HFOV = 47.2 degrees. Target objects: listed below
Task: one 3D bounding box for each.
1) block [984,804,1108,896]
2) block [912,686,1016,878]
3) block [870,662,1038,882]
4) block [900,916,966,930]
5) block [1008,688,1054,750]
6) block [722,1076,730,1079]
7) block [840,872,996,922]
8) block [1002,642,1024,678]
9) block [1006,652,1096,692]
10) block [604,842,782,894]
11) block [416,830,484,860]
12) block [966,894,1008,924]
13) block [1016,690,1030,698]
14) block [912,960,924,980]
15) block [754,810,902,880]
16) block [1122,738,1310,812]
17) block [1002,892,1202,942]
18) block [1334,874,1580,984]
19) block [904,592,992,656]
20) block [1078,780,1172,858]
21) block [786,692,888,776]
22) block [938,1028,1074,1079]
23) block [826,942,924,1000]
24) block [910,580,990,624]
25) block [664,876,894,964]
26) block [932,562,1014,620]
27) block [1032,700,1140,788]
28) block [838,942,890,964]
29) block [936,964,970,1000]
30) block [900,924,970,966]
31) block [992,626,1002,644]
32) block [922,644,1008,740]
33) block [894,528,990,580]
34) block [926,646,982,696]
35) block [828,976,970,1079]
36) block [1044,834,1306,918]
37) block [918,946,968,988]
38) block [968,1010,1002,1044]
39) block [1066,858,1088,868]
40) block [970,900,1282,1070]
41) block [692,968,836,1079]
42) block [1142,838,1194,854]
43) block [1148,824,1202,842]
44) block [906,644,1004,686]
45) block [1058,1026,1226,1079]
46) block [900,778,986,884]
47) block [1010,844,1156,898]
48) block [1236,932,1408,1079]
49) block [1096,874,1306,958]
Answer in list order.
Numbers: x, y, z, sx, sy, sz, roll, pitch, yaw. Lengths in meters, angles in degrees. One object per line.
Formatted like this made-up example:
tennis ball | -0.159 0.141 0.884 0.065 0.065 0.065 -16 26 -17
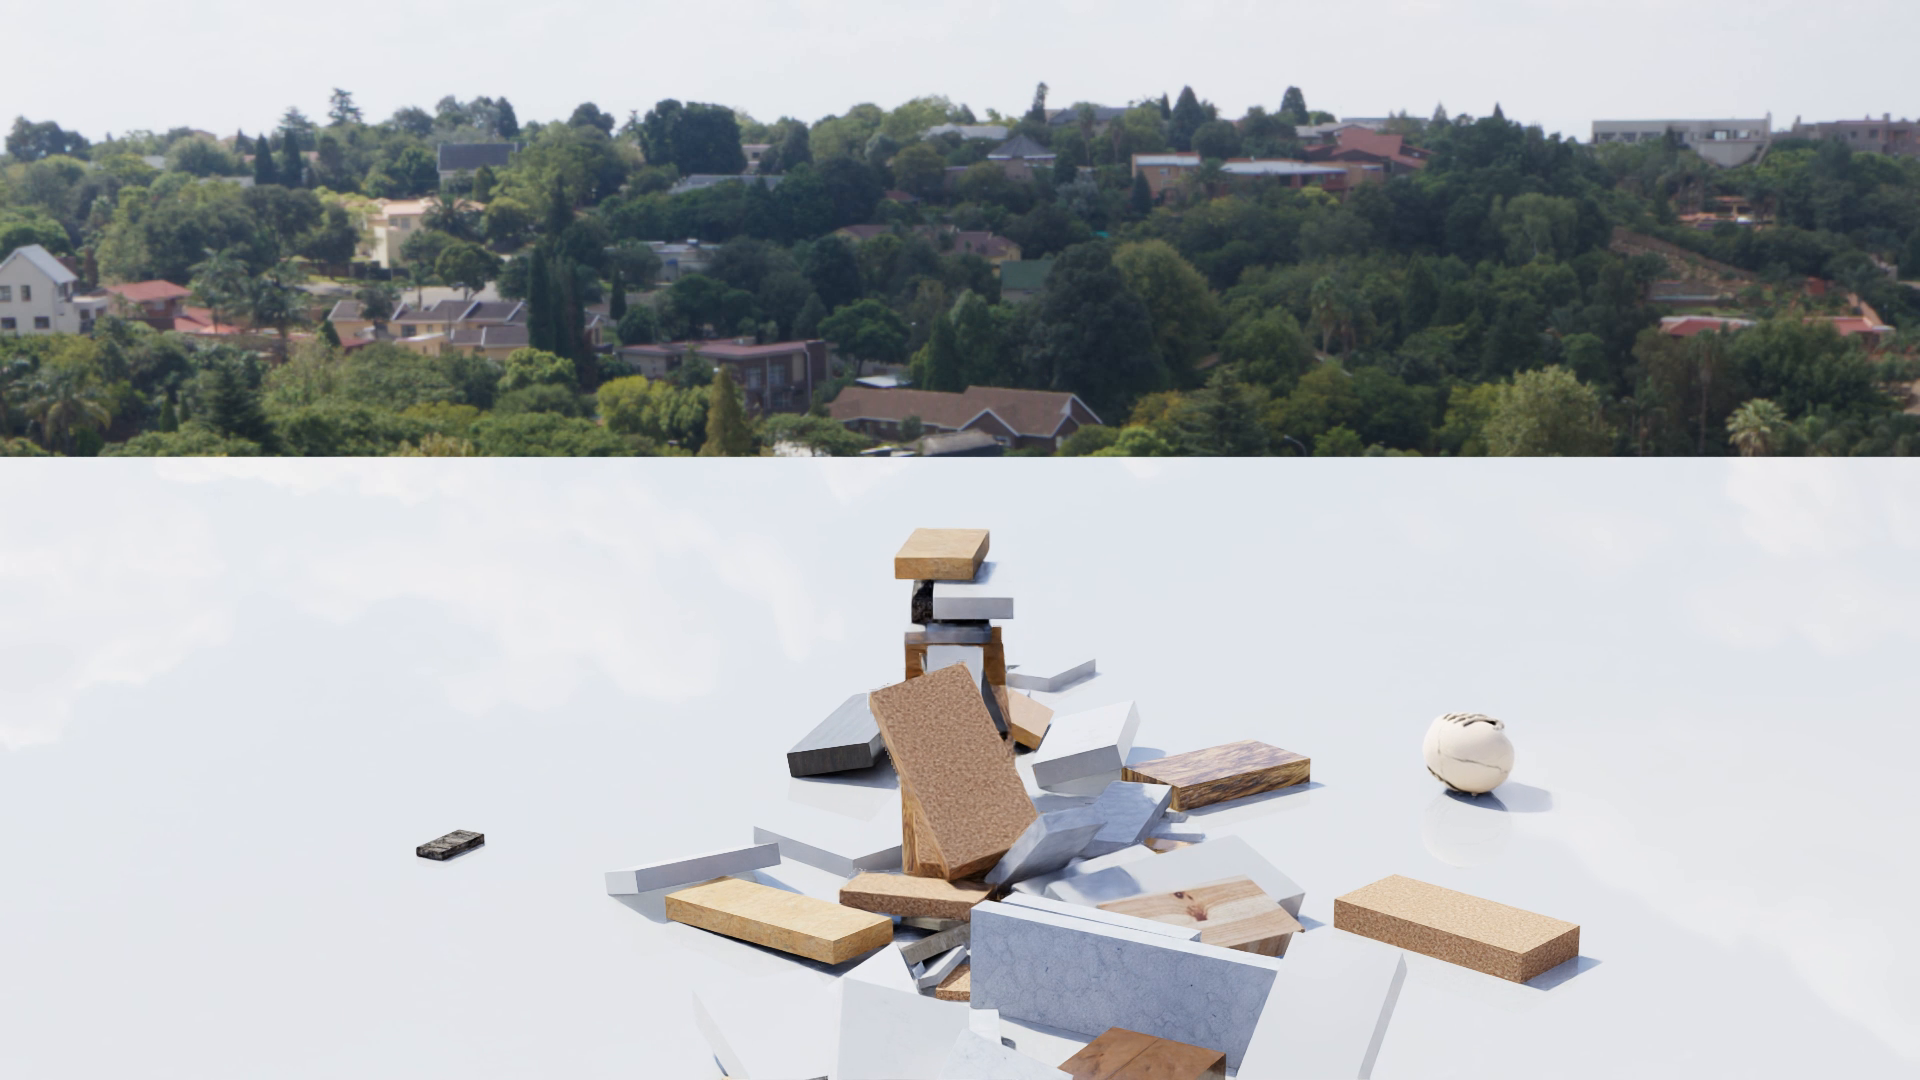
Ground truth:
block | 0.136 0.500 3.535 0.114 0.032 0.228 -6 -31 -31
block | 0.006 0.408 3.743 0.177 0.050 0.355 -2 50 -4
block | -0.006 0.379 3.641 0.172 0.344 0.049 -18 -30 -15
block | -0.043 0.604 3.474 0.051 0.015 0.103 7 -6 -37
block | 0.132 0.375 4.622 0.108 0.030 0.215 27 14 4
block | -0.175 0.731 2.809 0.132 0.037 0.265 -9 14 -39
block | -0.066 0.573 3.528 0.228 0.032 0.114 3 7 16
block | 0.081 0.285 5.221 0.114 0.032 0.228 -1 11 -6
block | 0.212 0.306 5.108 0.114 0.032 0.228 6 12 31
block | -0.447 0.550 3.681 0.262 0.037 0.131 -7 -5 -32
block | -0.902 0.540 3.894 0.058 0.016 0.115 5 12 27
block | 0.038 0.599 3.557 0.082 0.023 0.164 0 11 -2
block | 0.055 0.398 4.618 0.108 0.030 0.576 2 11 9
block | -0.091 0.652 3.237 0.052 0.015 0.103 -22 4 18
block | -0.228 0.535 3.866 0.262 0.037 0.131 10 15 44
block | 0.498 0.454 4.268 0.338 0.048 0.169 -7 13 -35
block | 0.199 0.609 3.151 0.301 0.151 0.043 7 12 31
block | 0.776 0.606 3.450 0.169 0.048 0.338 -10 15 -44
block | -0.021 0.156 4.155 0.158 0.045 0.316 0 12 0
block | 0.291 0.503 3.962 0.114 0.032 0.352 3 11 16
block | -0.200 0.388 4.532 0.172 0.049 0.472 -9 8 15
block | 0.018 0.715 2.582 0.149 0.042 0.359 22 25 8
block | -0.115 0.654 3.048 0.132 0.037 0.265 -33 15 -4
block | -0.016 0.099 4.215 0.144 0.041 0.333 0 12 1
block | -0.290 0.597 3.476 0.380 0.037 0.131 6 12 41
block | 0.025 0.091 4.056 0.144 0.041 0.289 0 12 0
block | 0.256 0.405 4.403 0.172 0.049 0.344 -15 7 13
block | -0.161 0.633 3.399 0.103 0.015 0.051 -6 12 -28
block | -0.003 0.657 3.268 0.052 0.015 0.103 1 11 8
block | -0.055 0.622 3.343 0.082 0.023 0.164 -25 -9 41
block | 0.002 0.325 4.227 0.158 0.316 0.045 0 -3 0
block | 0.007 0.273 3.807 0.096 0.027 0.193 -12 51 -12
block | -0.031 0.025 4.169 0.144 0.041 0.289 1 11 7
block | -0.011 0.268 3.771 0.096 0.027 0.193 2 51 0
block | -0.076 0.678 2.705 0.169 0.048 0.338 15 24 -7
block | 0.341 0.571 3.479 0.419 0.048 0.169 -8 33 -39
block | -0.033 0.640 3.286 0.052 0.015 0.104 -21 5 27
block | -0.010 0.702 2.961 0.132 0.037 0.265 0 11 -1
block | 0.177 0.572 3.701 0.082 0.023 0.164 6 12 31
block | 0.280 0.628 3.049 0.588 0.151 0.043 6 11 30
block | -0.231 0.664 2.914 0.169 0.048 0.338 -6 13 -20
block | 0.296 0.539 3.897 0.225 0.016 0.058 4 11 22
block | 0.376 0.527 3.963 0.115 0.016 0.058 0 11 2
block | -0.008 0.365 3.936 0.177 0.355 0.050 0 -13 -2
block | 0.192 0.723 2.824 0.169 0.048 0.338 6 12 31
block | -0.013 0.435 3.785 0.177 0.050 0.355 -1 50 -3
block | 0.240 0.575 3.551 0.301 0.043 0.151 -10 26 -42
block | 0.452 0.645 2.805 0.149 0.042 0.298 6 48 30
block | 0.363 0.589 3.342 0.298 0.042 0.149 -4 30 -35
